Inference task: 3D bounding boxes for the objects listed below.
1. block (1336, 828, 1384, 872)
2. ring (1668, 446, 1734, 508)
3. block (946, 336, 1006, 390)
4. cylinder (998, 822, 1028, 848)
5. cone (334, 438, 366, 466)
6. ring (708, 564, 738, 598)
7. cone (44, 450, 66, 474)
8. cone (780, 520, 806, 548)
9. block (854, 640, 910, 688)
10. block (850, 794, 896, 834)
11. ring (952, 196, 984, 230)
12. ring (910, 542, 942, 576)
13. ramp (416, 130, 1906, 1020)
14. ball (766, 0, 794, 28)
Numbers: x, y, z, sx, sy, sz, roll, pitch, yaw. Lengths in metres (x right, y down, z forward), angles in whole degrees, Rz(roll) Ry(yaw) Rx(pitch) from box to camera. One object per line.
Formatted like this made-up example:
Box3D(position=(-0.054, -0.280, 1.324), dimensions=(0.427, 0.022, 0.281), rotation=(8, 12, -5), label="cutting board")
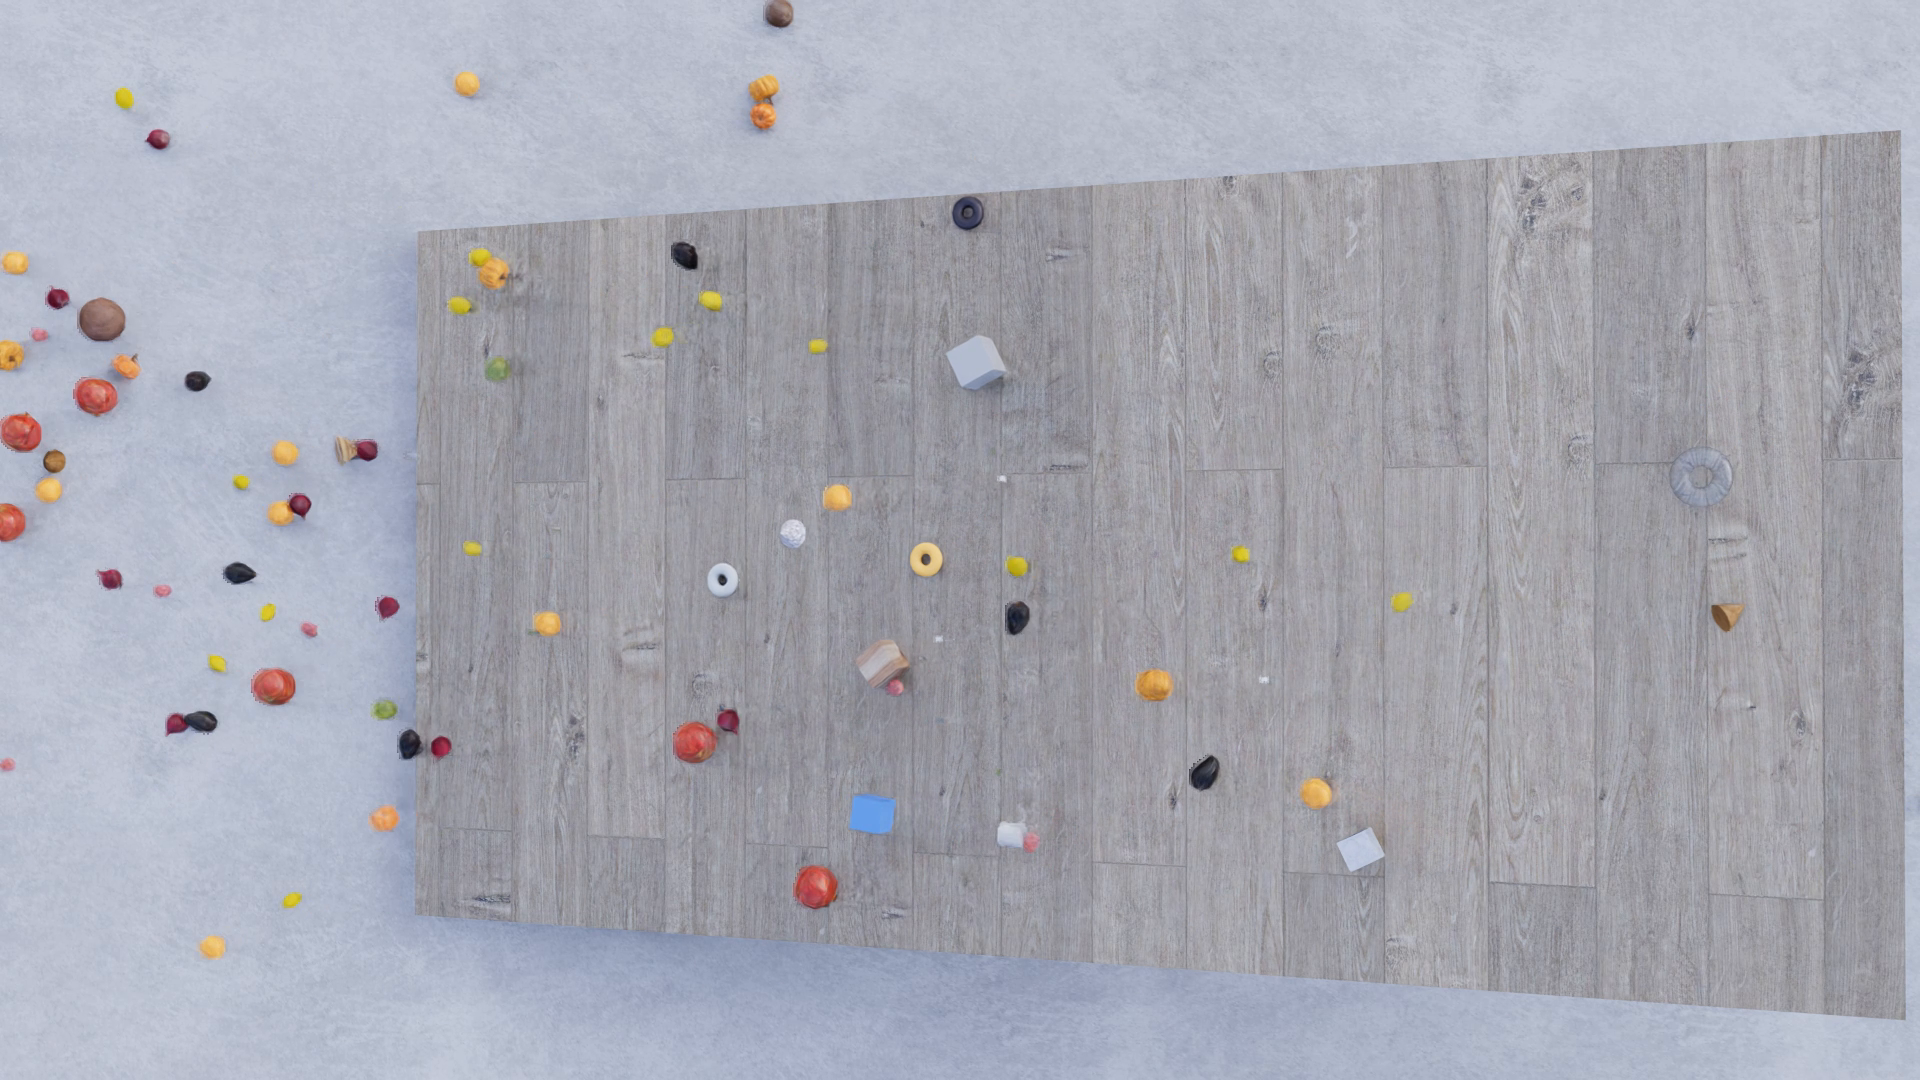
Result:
Box3D(position=(0.975, 0.753, 5.351), dimensions=(0.077, 0.077, 0.077), rotation=(-29, 79, 19), label="block")
Box3D(position=(1.713, -0.146, 5.082), dimensions=(0.143, 0.048, 0.143), rotation=(-1, 88, 23), label="ring")
Box3D(position=(0.043, -0.462, 5.729), dimensions=(0.100, 0.100, 0.100), rotation=(-28, 79, 19), label="block")
Box3D(position=(0.135, 0.764, 5.698), dimensions=(0.060, 0.060, 0.060), rotation=(3, 89, 22), label="cylinder")
Box3D(position=(-1.799, -0.266, 6.512), dimensions=(0.085, 0.085, 0.085), rotation=(-8, 89, -27), label="cone")
Box3D(position=(-0.651, 0.111, 6.039), dimensions=(0.093, 0.031, 0.093), rotation=(-1, 88, 23), label="ring")
Box3D(position=(-2.689, -0.233, 6.497), dimensions=(0.068, 0.068, 0.068), rotation=(0, 89, 0), label="cone")
Box3D(position=(-0.469, -0.017, 5.942), dimensions=(0.078, 0.078, 0.078), rotation=(0, 89, 22), label="cone")
Box3D(position=(-0.205, 0.327, 5.824), dimensions=(0.091, 0.091, 0.091), rotation=(-40, 76, 17), label="block")
Box3D(position=(-0.232, 0.727, 5.833), dimensions=(0.084, 0.084, 0.084), rotation=(9, 93, 22), label="block")
Box3D(position=(0.021, -0.860, 5.781), dimensions=(0.088, 0.029, 0.088), rotation=(-1, 88, 23), label="ring")
Box3D(position=(-0.089, 0.052, 5.814), dimensions=(0.092, 0.031, 0.092), rotation=(-1, 88, 23), label="ring")
Box3D(position=(0.283, 0.087, 5.734), dimensions=(4.000, 0.100, 2.000), rotation=(0, 89, 22), label="ramp")
Box3D(position=(-0.533, -1.557, 6.505), dimensions=(0.086, 0.086, 0.086), rotation=(0, 89, 0), label="ball")
